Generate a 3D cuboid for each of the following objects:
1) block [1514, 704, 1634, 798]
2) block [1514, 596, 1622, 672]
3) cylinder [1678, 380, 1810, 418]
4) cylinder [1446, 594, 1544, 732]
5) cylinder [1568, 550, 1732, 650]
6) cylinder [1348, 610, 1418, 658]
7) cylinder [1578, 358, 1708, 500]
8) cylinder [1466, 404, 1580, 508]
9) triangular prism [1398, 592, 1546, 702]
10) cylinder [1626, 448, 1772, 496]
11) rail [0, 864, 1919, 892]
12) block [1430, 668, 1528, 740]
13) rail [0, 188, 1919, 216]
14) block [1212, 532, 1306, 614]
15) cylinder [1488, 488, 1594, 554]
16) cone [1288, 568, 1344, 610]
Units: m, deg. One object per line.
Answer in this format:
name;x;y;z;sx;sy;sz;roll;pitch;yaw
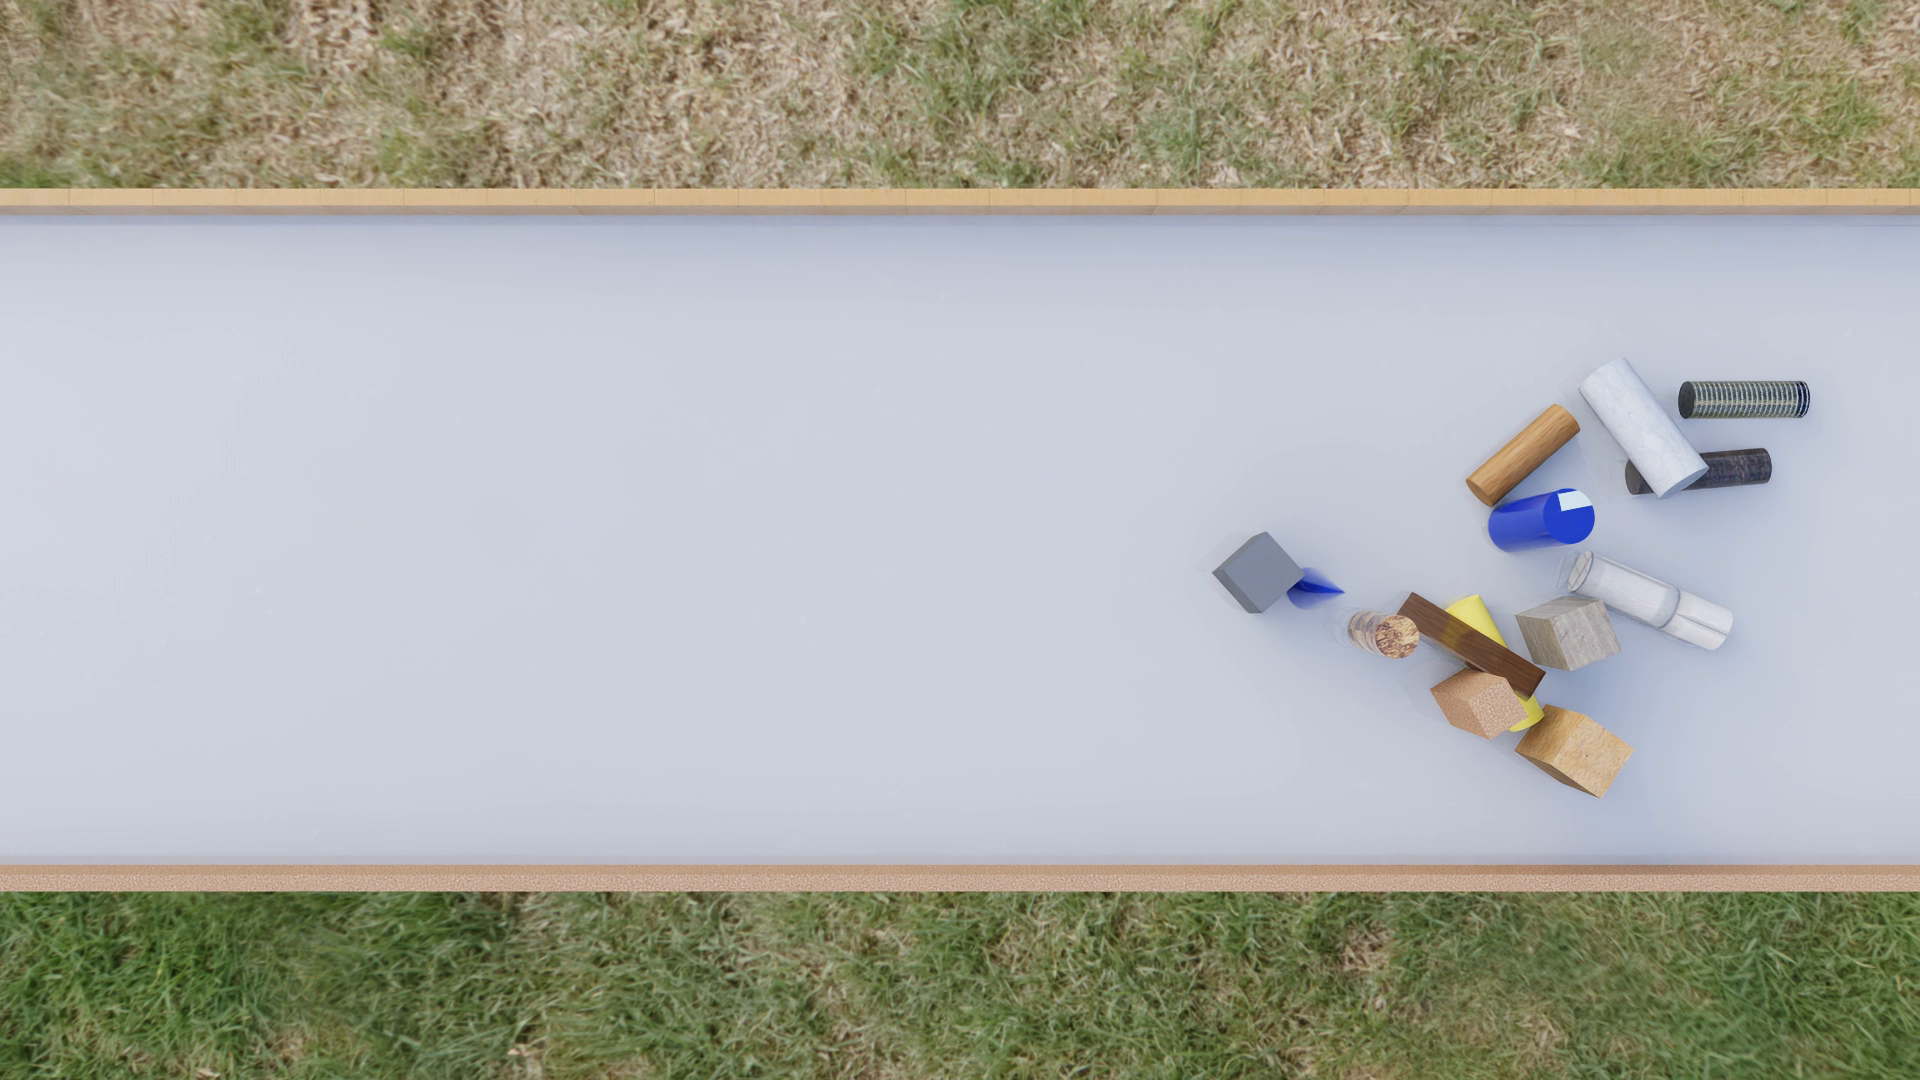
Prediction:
block;1.827;0.626;4.918;0.174;0.317;0.174;35;90;0
block;1.812;0.276;4.924;0.161;0.305;0.161;-22;90;0
cylinder;2.384;-0.427;5.019;0.347;0.115;0.115;0;90;0
cylinder;1.626;0.374;5.020;0.114;0.114;0.413;-29;90;0
cylinder;2.094;0.184;5.010;0.460;0.134;0.134;23;90;0
cylinder;1.255;0.278;4.906;0.126;0.341;0.126;0;90;0
cylinder;2.040;-0.334;4.930;0.163;0.163;0.409;-29;70;0
cylinder;1.713;-0.257;5.020;0.350;0.114;0.114;-41;90;0
triangular prism;1.514;0.333;4.941;0.451;0.098;0.114;33;119;17
cylinder;2.246;-0.209;5.021;0.398;0.111;0.111;-5;90;0
rail;-2.247;1.025;5.001;12.000;0.150;0.050;0;90;0
block;1.533;0.482;4.889;0.129;0.375;0.129;-31;90;0
rail;-2.247;-1.025;5.002;12.000;0.150;0.050;0;90;0
block;0.887;0.100;4.921;0.168;0.301;0.168;-42;86;0
cylinder;1.722;-0.054;4.900;0.162;0.327;0.162;1;85;-10
cone;1.078;0.149;4.856;0.132;0.438;0.132;0;90;-2
